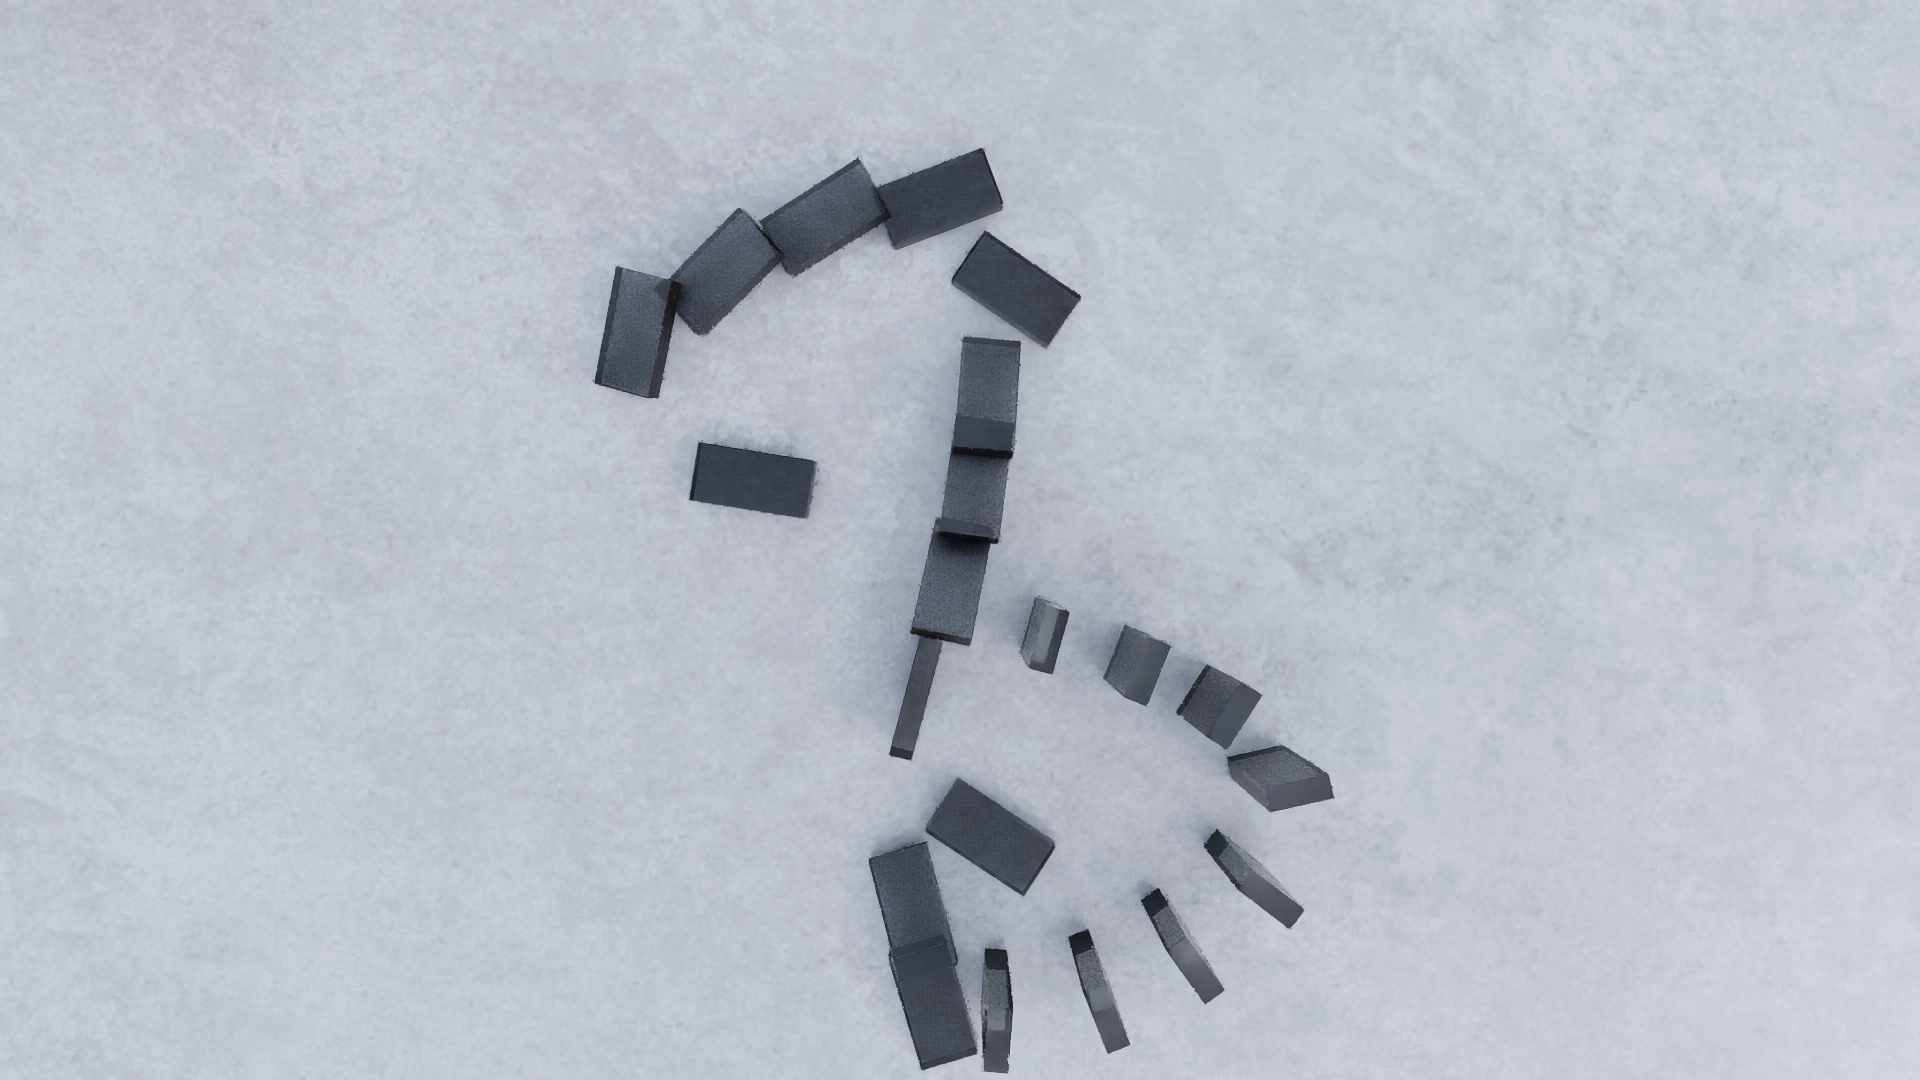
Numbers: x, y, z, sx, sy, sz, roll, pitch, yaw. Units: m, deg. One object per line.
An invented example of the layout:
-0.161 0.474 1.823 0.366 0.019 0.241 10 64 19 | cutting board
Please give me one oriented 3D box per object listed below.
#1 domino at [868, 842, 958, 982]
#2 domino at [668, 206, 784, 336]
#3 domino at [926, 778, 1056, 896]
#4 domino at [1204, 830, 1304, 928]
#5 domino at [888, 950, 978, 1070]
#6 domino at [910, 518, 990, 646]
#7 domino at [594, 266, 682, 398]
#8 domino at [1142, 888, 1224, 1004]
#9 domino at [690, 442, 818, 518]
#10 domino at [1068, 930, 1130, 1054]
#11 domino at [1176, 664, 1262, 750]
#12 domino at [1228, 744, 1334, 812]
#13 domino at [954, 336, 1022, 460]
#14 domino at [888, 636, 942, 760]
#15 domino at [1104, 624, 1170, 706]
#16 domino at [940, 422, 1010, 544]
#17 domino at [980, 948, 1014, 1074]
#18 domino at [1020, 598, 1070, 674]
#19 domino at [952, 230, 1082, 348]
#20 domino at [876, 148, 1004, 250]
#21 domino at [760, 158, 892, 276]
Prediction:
-0.020 0.157 0.390 0.025 0.009 0.050 -17 77 0 | domino
-0.102 -0.114 0.390 0.050 0.009 0.025 -41 90 11 | domino
0.013 0.128 0.395 0.050 0.009 0.025 33 90 0 | domino
0.119 0.137 0.375 0.025 0.050 0.009 37 90 0 | domino
-0.012 0.199 0.395 0.025 0.010 0.050 -17 90 0 | domino
-0.003 0.017 0.385 0.025 0.010 0.050 12 65 0 | domino
-0.137 -0.088 0.390 0.025 0.009 0.050 16 100 7 | domino
0.090 0.165 0.375 0.010 0.050 0.025 -36 90 0 | domino
-0.089 -0.025 0.395 0.050 0.010 0.025 9 90 0 | domino
0.056 0.183 0.375 0.010 0.050 0.025 -22 90 0 | domino
0.105 0.067 0.375 0.009 0.050 0.025 33 90 0 | domino
0.130 0.097 0.375 0.025 0.050 0.010 -13 90 0 | domino
0.012 -0.061 0.389 0.025 0.009 0.050 5 75 -1 | domino
-0.018 0.065 0.388 0.009 0.025 0.050 15 90 0 | domino
0.072 0.050 0.375 0.009 0.050 0.025 22 90 0 | domino
0.007 -0.025 0.389 0.025 0.010 0.050 8 76 0 | domino
0.015 0.191 0.375 0.009 0.050 0.025 4 90 0 | domino
0.034 0.038 0.375 0.009 0.050 0.025 16 90 0 | domino
0.024 -0.108 0.395 0.050 0.010 0.025 35 90 0 | domino
-0.009 -0.147 0.395 0.050 0.010 0.025 -21 90 0 | domino
-0.057 -0.137 0.390 0.050 0.010 0.025 -28 90 12 | domino
